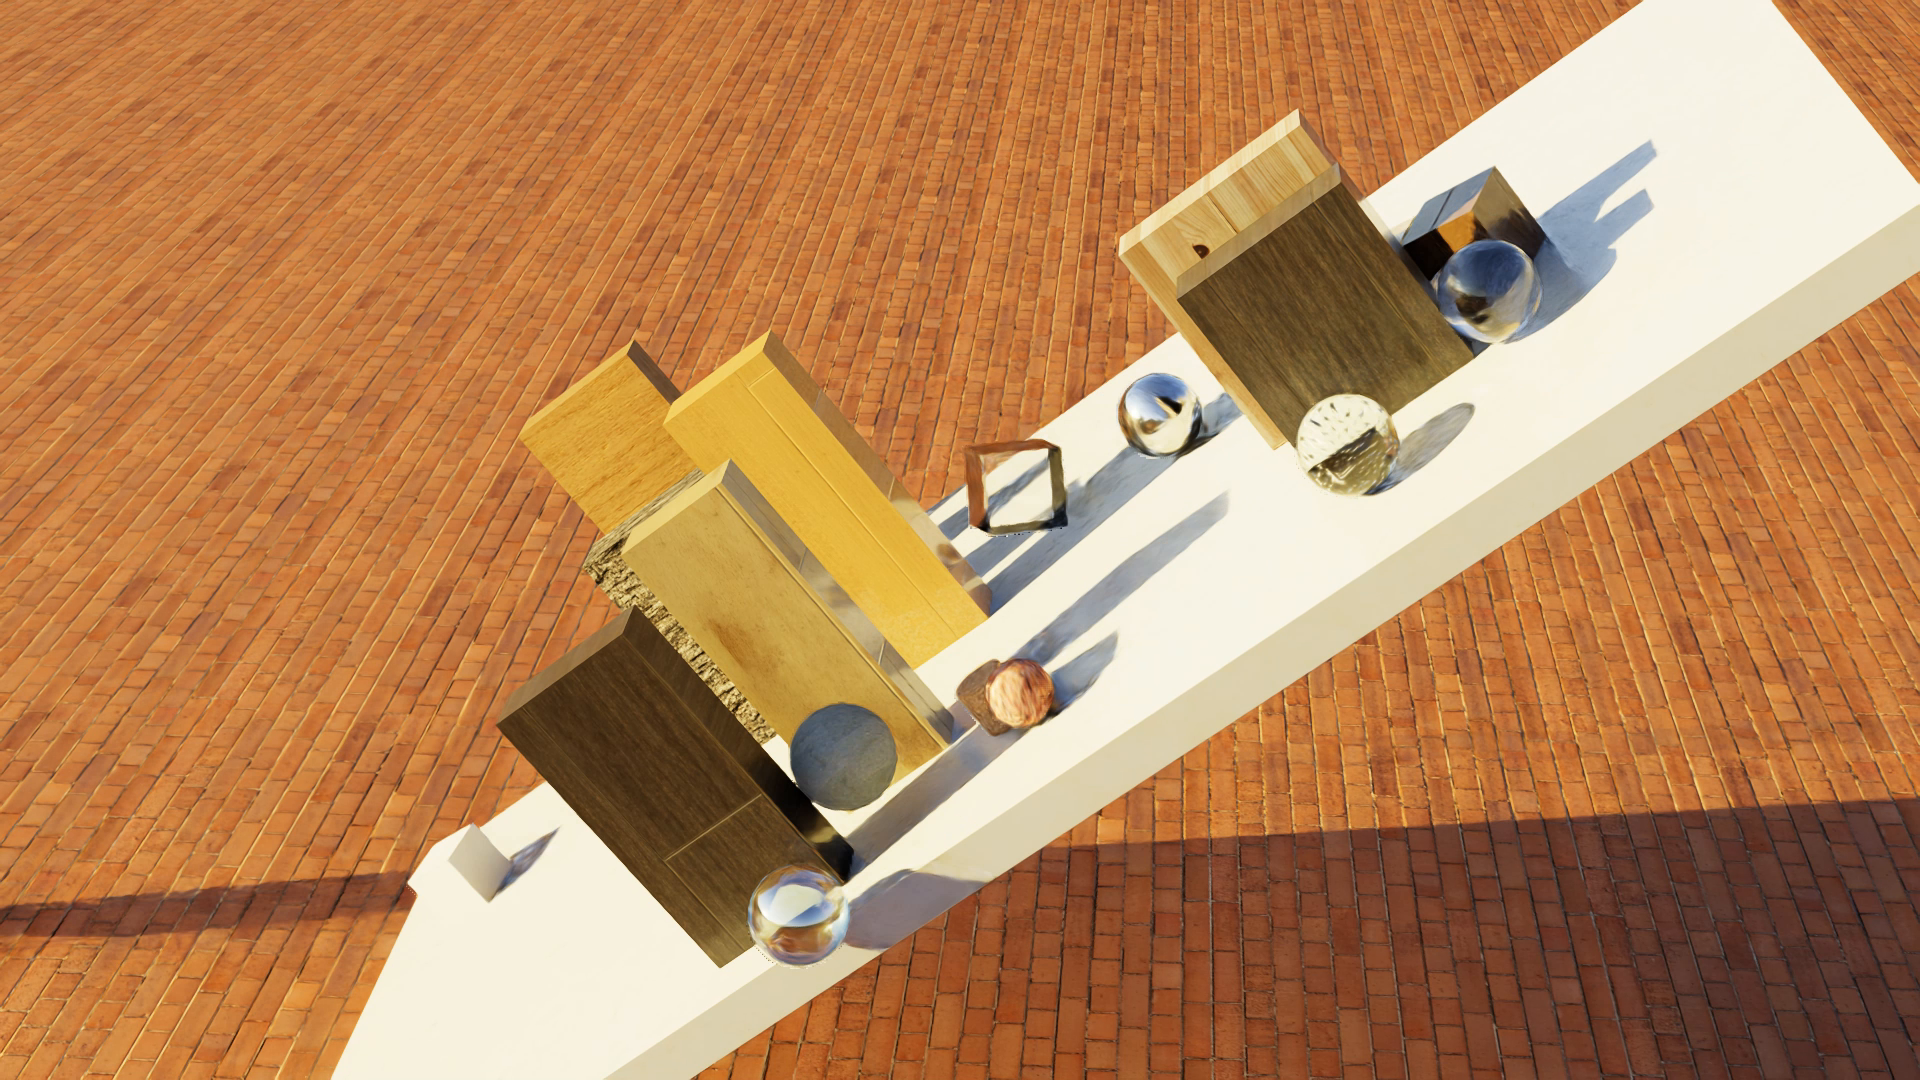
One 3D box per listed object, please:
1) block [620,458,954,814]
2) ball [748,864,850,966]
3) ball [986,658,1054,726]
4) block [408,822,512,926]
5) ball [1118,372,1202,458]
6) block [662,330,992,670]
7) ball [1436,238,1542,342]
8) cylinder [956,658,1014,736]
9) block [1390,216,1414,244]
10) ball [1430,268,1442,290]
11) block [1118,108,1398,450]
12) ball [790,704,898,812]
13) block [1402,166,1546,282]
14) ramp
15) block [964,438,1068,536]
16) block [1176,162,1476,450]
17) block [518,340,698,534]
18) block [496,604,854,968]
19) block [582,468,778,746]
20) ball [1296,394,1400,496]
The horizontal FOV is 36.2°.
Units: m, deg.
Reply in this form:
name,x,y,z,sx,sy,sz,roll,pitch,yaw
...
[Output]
name,x,y,z,sx,sy,sz,roll,pitch,yaw
block,-0.337,0.196,5.853,0.259,0.709,0.128,-35,16,17
ball,-0.298,0.692,5.429,0.188,0.188,0.188,0,23,0
ball,0.114,0.292,5.624,0.130,0.130,0.130,0,23,0
block,-1.228,0.822,7.235,0.151,0.151,0.151,-30,19,33
ball,0.431,-0.269,6.336,0.183,0.183,0.183,0,23,0
block,-0.278,-0.063,6.328,0.276,0.764,0.139,-35,16,17
ball,0.999,-0.470,5.551,0.195,0.195,0.195,0,23,0
cylinder,0.067,0.307,5.734,0.108,0.108,0.108,-37,16,12
block,0.896,-0.536,6.045,0.154,0.154,0.154,-26,21,41
ball,0.979,-0.482,5.766,0.122,0.122,0.122,0,23,0
block,0.651,-0.516,5.880,0.440,0.517,0.124,-35,16,17
ball,-0.226,0.421,5.704,0.209,0.209,0.209,0,23,0
block,1.024,-0.597,5.870,0.180,0.180,0.180,-26,21,40
ramp,0.124,0.182,6.332,4.000,0.100,2.000,-35,16,17
block,0.123,-0.119,6.519,0.176,0.176,0.176,-7,10,-13
block,0.703,-0.430,5.673,0.384,0.437,0.138,-35,16,17
block,-0.689,-0.079,7.270,0.353,0.792,0.111,-35,16,17
block,-0.542,0.478,5.647,0.321,0.659,0.134,-35,16,17
block,-0.511,0.148,6.627,0.370,0.581,0.129,-35,16,17
ball,0.713,-0.175,5.412,0.189,0.189,0.189,0,23,0
